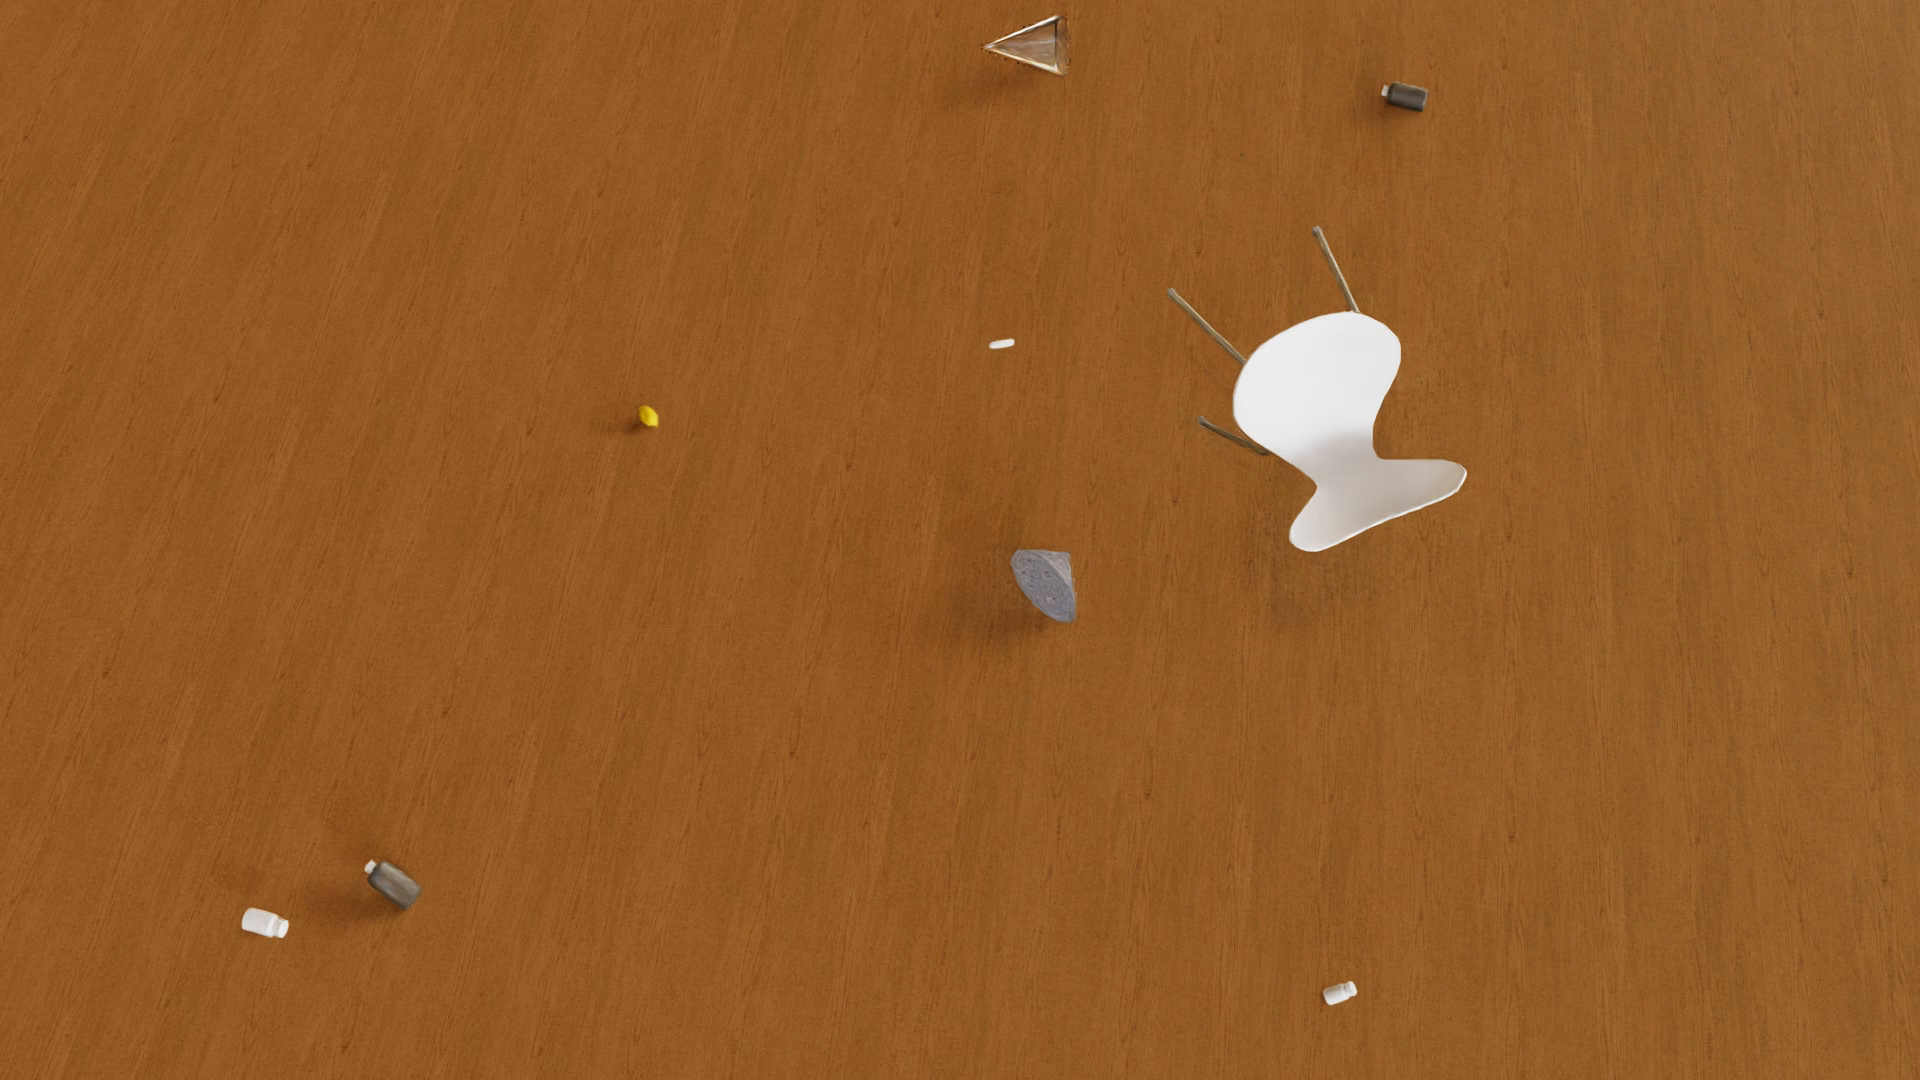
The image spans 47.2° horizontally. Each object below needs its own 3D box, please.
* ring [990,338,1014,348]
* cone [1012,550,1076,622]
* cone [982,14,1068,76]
[{"bbox_3d":[0.118,-0.554,6.202,0.049,0.019,0.110,-3,9,34],"label":"ring"},{"bbox_3d":[0.277,0.083,6.358,0.190,0.294,0.145,6,47,40],"label":"cone"},{"bbox_3d":[0.214,-1.707,7.601,0.286,0.225,0.203,2,63,13],"label":"cone"}]
